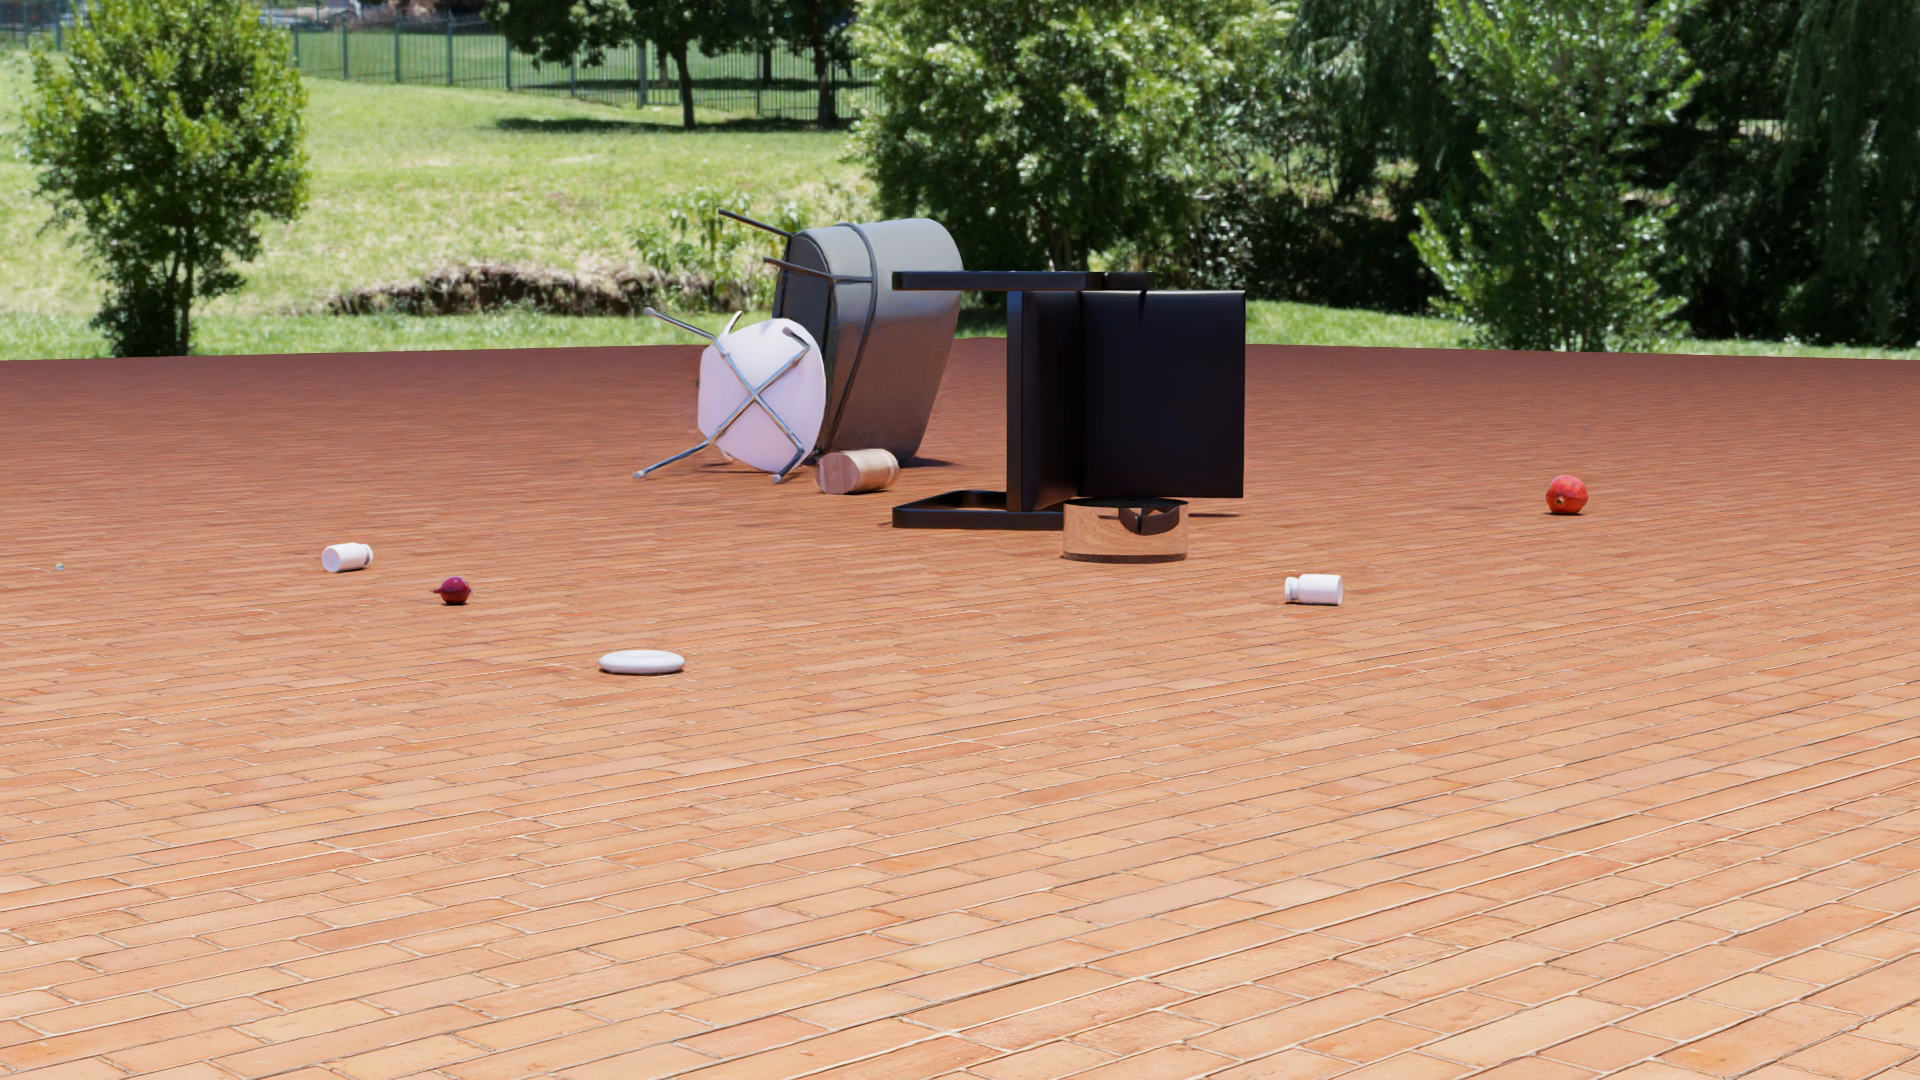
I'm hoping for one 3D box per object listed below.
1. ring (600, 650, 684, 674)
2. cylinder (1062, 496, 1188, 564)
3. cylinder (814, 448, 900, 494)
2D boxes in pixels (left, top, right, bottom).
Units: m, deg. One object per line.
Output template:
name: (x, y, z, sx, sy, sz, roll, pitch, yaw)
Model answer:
ring: (-0.532, 0.205, 4.291, 0.149, 0.028, 0.120, 2, 7, 21)
cylinder: (0.389, -0.024, 6.020, 0.295, 0.129, 0.300, 0, 6, 2)
cylinder: (-0.314, -0.210, 7.821, 0.168, 0.129, 0.211, 0, 5, 34)
